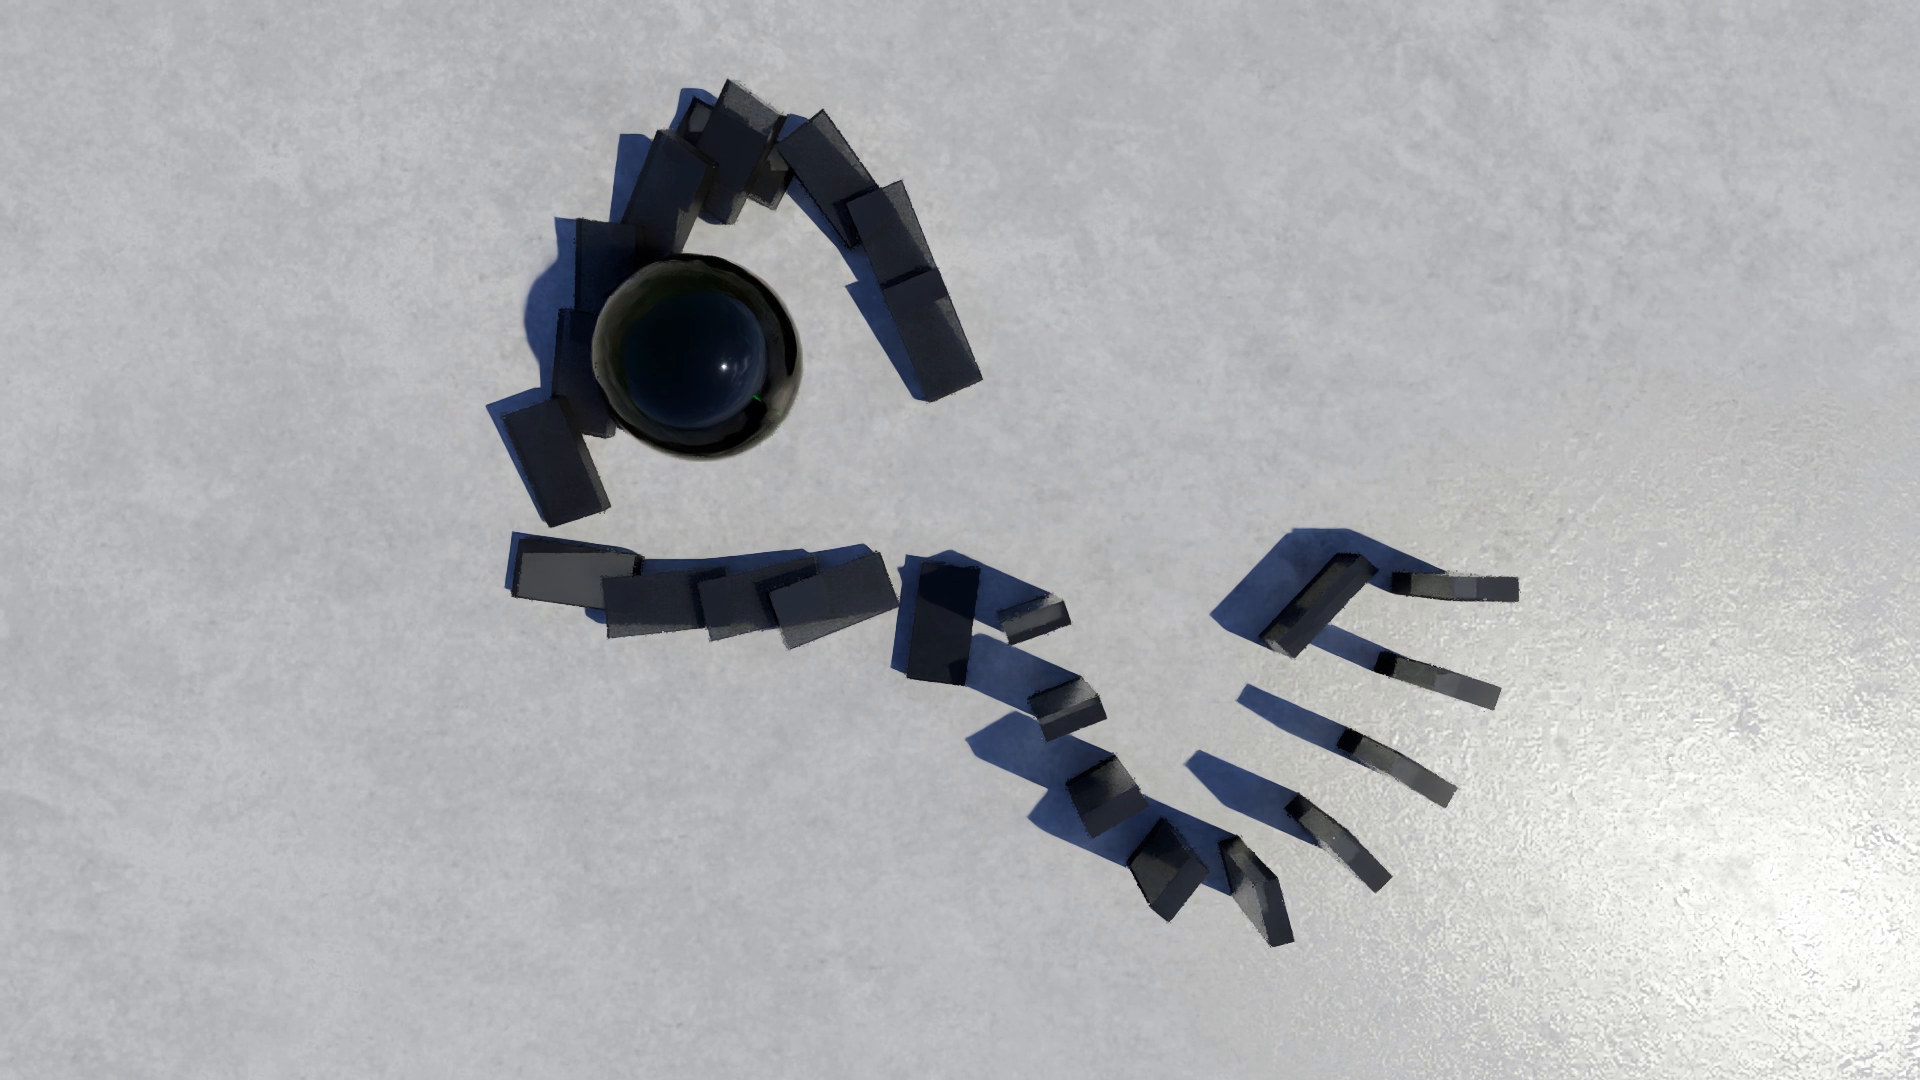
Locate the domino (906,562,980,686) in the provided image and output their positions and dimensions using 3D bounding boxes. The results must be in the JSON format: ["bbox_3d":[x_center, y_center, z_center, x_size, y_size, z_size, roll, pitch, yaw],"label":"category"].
[{"bbox_3d":[-0.007,0.036,0.395,0.025,0.010,0.050,8,90,0],"label":"domino"}]

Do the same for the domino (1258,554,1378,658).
[{"bbox_3d":[0.151,0.027,0.388,0.009,0.025,0.050,44,90,0],"label":"domino"}]

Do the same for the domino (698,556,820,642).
[{"bbox_3d":[-0.083,0.025,0.389,0.050,0.009,0.025,-13,90,-14],"label":"domino"}]

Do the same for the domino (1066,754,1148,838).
[{"bbox_3d":[0.059,0.104,0.375,0.025,0.050,0.010,-30,90,0],"label":"domino"}]

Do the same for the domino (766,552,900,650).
[{"bbox_3d":[-0.053,0.025,0.387,0.050,0.010,0.025,-21,92,-19],"label":"domino"}]

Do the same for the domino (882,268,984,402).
[{"bbox_3d":[-0.012,-0.087,0.389,0.025,0.010,0.050,-23,104,0],"label":"domino"}]

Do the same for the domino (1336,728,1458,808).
[{"bbox_3d":[0.177,0.092,0.375,0.025,0.050,0.009,31,90,0],"label":"domino"}]

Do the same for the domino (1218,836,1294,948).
[{"bbox_3d":[0.120,0.143,0.375,0.009,0.050,0.025,-15,90,0],"label":"domino"}]

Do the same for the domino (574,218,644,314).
[{"bbox_3d":[-0.149,-0.108,0.389,0.025,0.010,0.050,8,106,1],"label":"domino"}]

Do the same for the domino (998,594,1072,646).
[{"bbox_3d":[0.029,0.032,0.375,0.025,0.050,0.010,-20,90,0],"label":"domino"}]

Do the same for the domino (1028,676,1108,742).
[{"bbox_3d":[0.043,0.068,0.375,0.025,0.050,0.009,-21,90,0],"label":"domino"}]

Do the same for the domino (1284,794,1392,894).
[{"bbox_3d":[0.153,0.123,0.375,0.009,0.050,0.025,-44,90,0],"label":"domino"}]

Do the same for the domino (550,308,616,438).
[{"bbox_3d":[-0.158,-0.071,0.389,0.025,0.010,0.050,12,105,0],"label":"domino"}]

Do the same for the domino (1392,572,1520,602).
[{"bbox_3d":[0.201,0.019,0.375,0.025,0.050,0.010,0,90,0],"label":"domino"}]

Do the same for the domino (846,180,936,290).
[{"bbox_3d":[-0.026,-0.123,0.389,0.025,0.009,0.050,-23,105,0],"label":"domino"}]

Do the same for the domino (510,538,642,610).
[{"bbox_3d":[-0.165,0.015,0.395,0.050,0.009,0.025,8,90,0],"label":"domino"}]

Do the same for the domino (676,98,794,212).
[{"bbox_3d":[-0.097,-0.166,0.395,0.050,0.009,0.025,28,90,0],"label":"domino"}]

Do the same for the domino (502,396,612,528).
[{"bbox_3d":[-0.171,-0.033,0.389,0.025,0.010,0.050,-17,103,4],"label":"domino"}]

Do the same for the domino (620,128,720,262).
[{"bbox_3d":[-0.123,-0.142,0.384,0.025,0.010,0.050,36,117,0],"label":"domino"}]

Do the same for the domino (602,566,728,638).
[{"bbox_3d":[-0.124,0.026,0.389,0.050,0.009,0.025,-5,90,-14],"label":"domino"}]

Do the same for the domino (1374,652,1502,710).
[{"bbox_3d":[0.194,0.057,0.375,0.025,0.050,0.009,18,90,0],"label":"domino"}]

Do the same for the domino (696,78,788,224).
[{"bbox_3d":[-0.095,-0.161,0.382,0.025,0.010,0.050,34,113,-3],"label":"domino"}]

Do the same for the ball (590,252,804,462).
[{"bbox_3d":[-0.102,-0.071,0.360,0.080,0.080,0.080,0,90,0],"label":"ball"}]

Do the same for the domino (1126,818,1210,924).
[{"bbox_3d":[0.084,0.134,0.375,0.009,0.050,0.025,38,90,0],"label":"domino"}]

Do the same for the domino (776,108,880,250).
[{"bbox_3d":[-0.052,-0.153,0.390,0.025,0.009,0.050,-37,103,0],"label":"domino"}]
